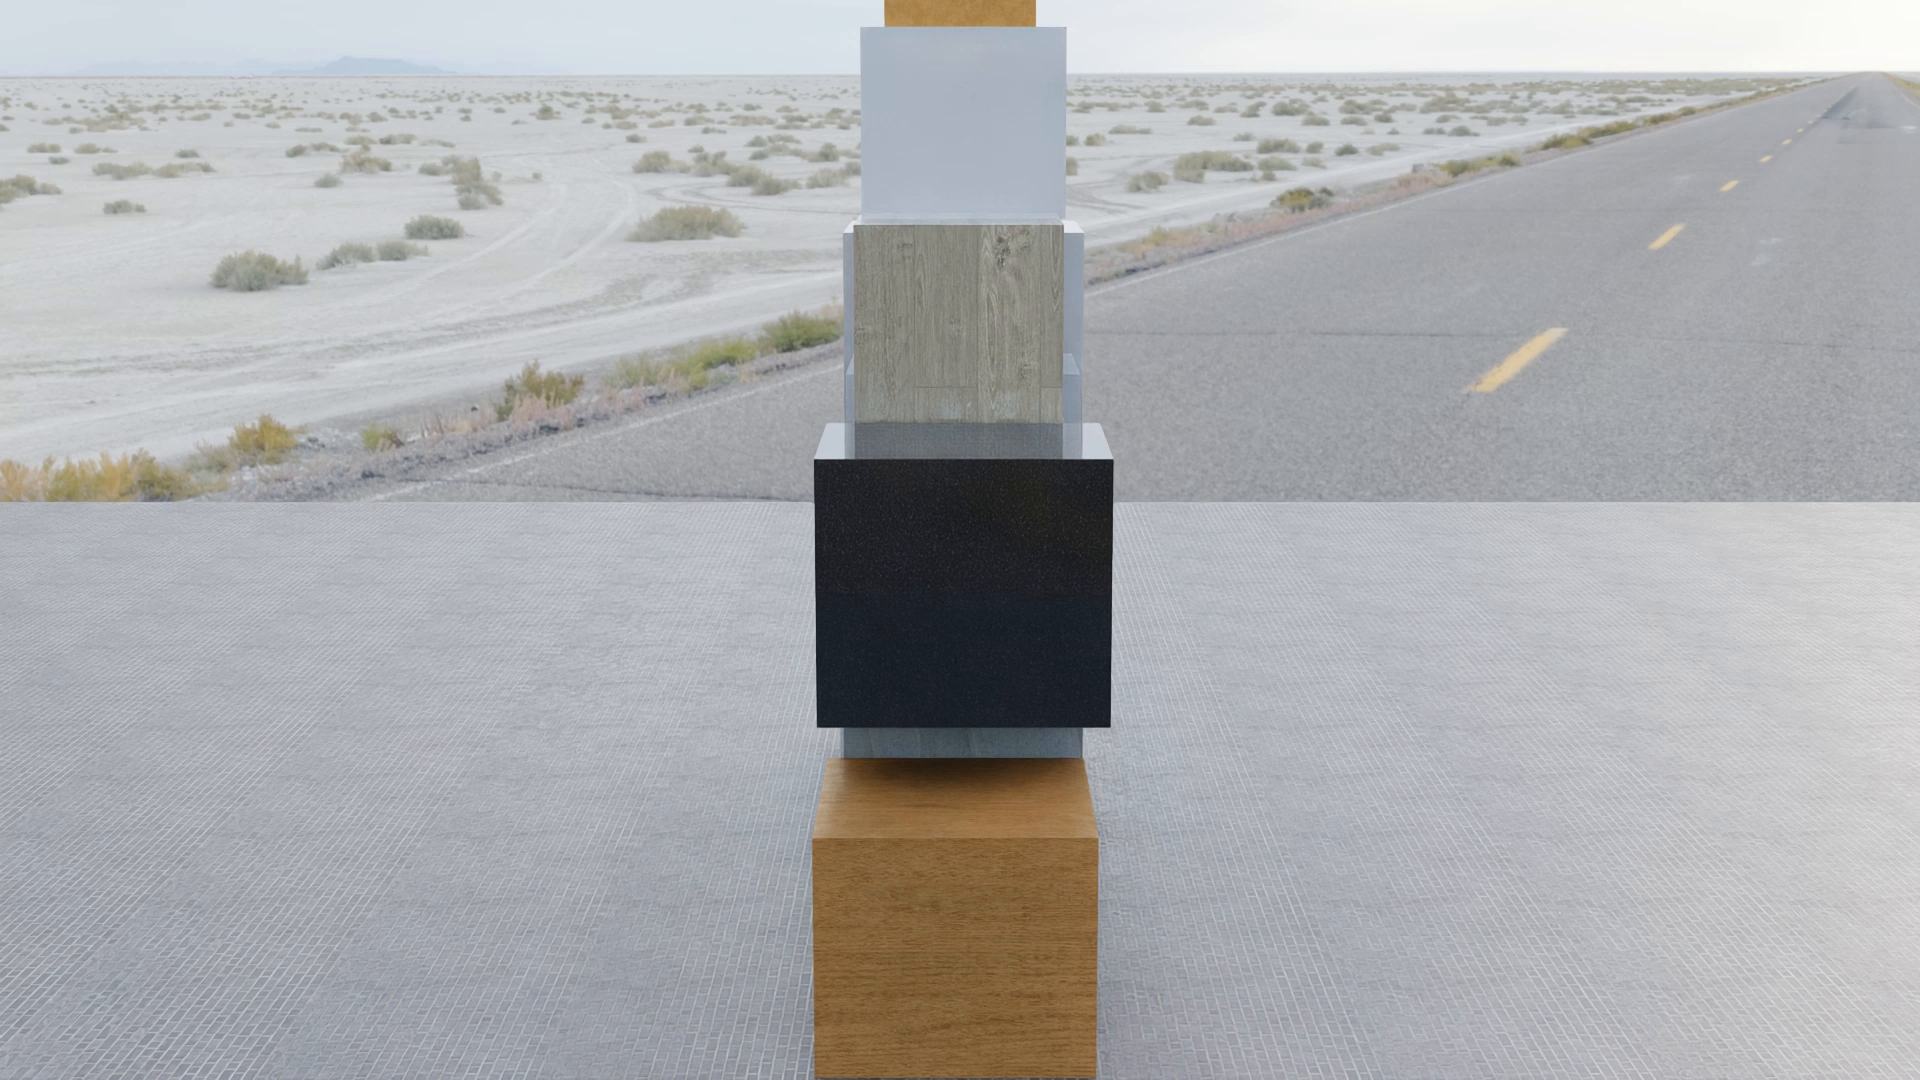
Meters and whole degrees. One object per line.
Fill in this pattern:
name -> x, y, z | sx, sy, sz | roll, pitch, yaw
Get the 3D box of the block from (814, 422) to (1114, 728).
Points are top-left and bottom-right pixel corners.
block -> 0.014, 0.114, 9.804 | 1.082, 1.001, 0.918 | 0, 11, 0

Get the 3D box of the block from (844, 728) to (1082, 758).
block -> 0.013, 1.074, 10.492 | 0.928, 1.134, 0.928 | 0, 10, 0

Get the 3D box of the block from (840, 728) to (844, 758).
block -> -0.011, 0.963, 11.428 | 0.996, 1.015, 0.935 | 0, 10, 0

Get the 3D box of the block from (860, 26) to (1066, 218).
block -> 0.014, -1.771, 10.864 | 0.838, 0.773, 0.817 | 0, 10, 0

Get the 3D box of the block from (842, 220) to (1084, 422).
block -> 0.015, -0.913, 11.411 | 1.023, 0.960, 0.920 | 0, 10, 0

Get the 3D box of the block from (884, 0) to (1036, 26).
block -> 0.001, -2.528, 10.728 | 0.617, 0.764, 0.746 | 0, 10, 0

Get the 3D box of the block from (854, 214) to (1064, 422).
block -> -0.005, -0.873, 10.552 | 0.830, 0.886, 0.771 | 0, 10, 0

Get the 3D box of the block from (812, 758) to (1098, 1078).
block -> -0.016, 1.376, 9.527 | 0.997, 0.883, 1.059 | 0, 10, 0
